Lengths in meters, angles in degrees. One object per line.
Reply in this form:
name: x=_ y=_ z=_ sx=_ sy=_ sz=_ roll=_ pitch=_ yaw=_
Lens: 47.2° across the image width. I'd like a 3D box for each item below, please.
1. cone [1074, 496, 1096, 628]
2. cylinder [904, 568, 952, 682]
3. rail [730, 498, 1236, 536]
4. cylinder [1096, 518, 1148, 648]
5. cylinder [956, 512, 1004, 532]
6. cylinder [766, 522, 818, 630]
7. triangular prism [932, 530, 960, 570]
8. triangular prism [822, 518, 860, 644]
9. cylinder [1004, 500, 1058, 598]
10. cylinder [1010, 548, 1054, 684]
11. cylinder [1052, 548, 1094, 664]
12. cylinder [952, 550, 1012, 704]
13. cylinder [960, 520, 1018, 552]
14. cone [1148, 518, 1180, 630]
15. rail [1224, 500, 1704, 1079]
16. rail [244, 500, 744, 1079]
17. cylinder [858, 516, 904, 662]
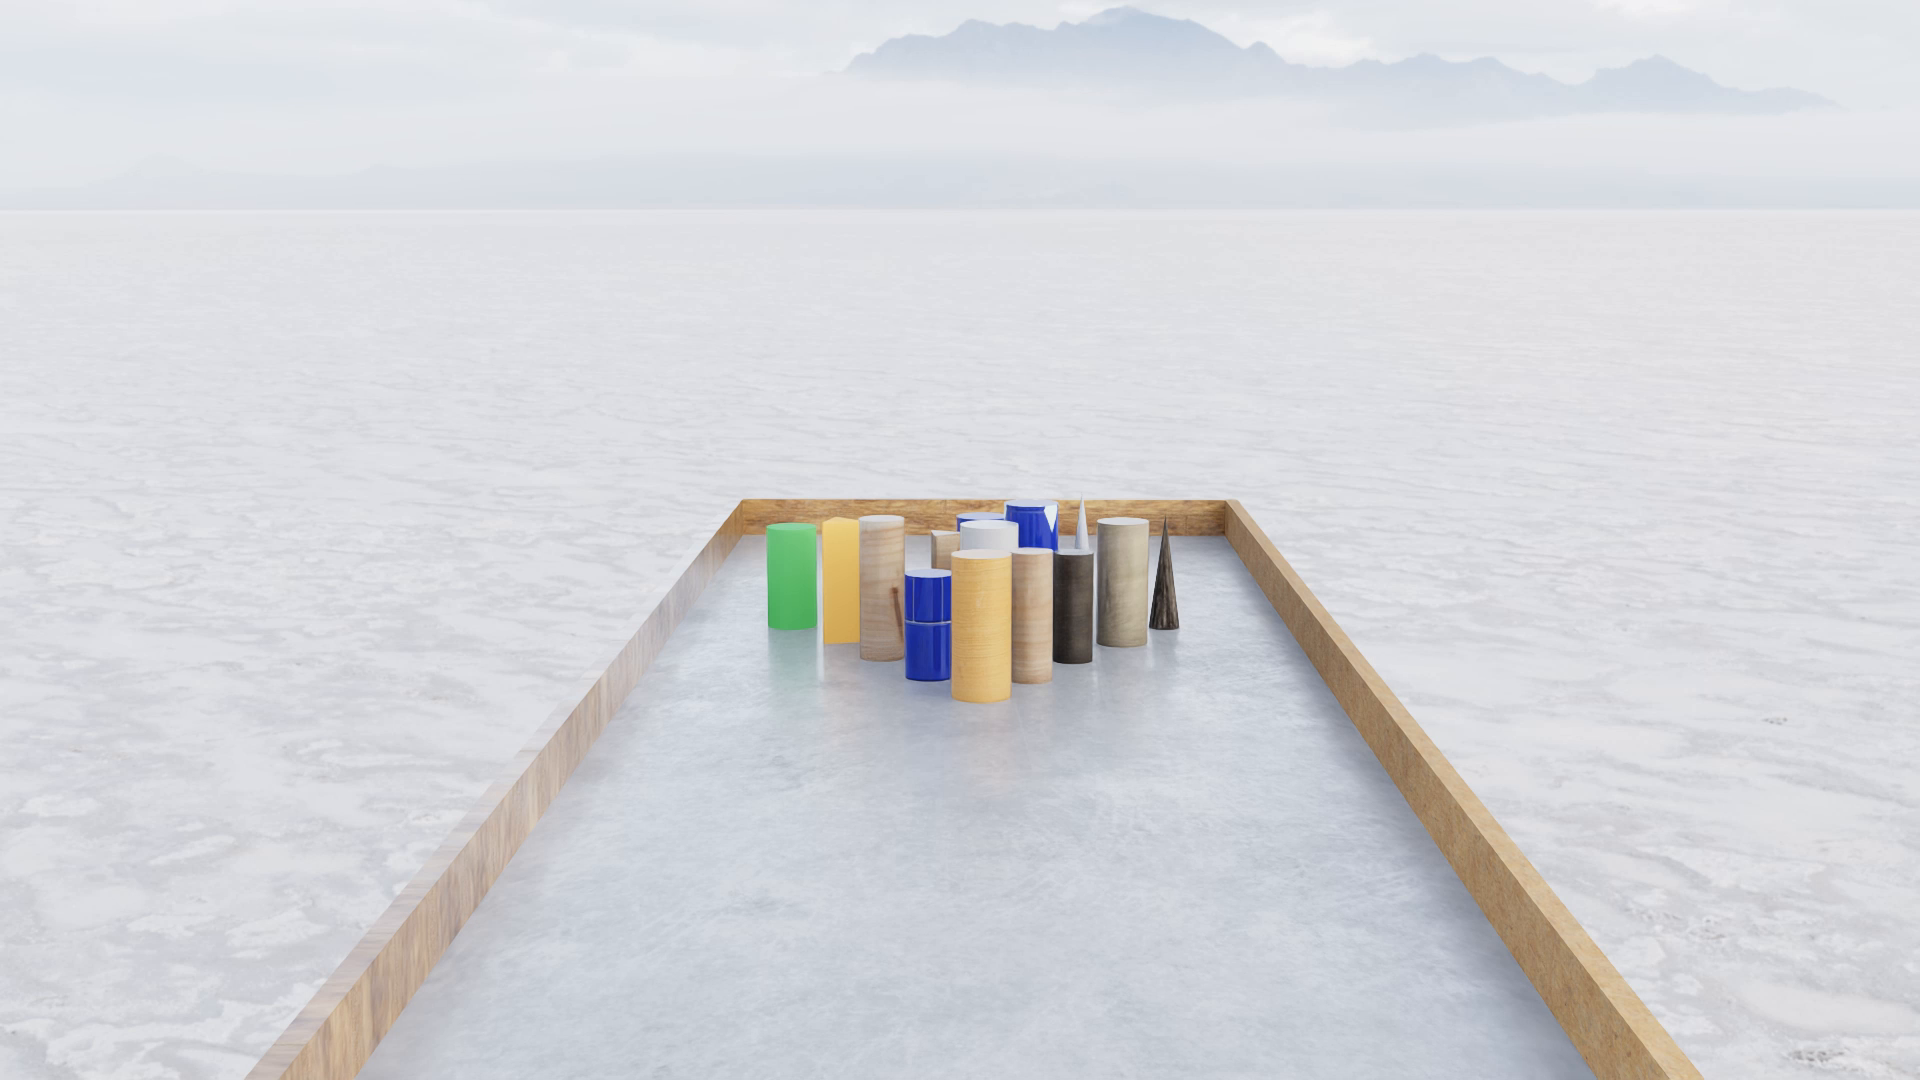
cone: x=0.398 y=0.058 z=7.194 sx=0.113 sy=0.453 sz=0.113 roll=0 pitch=9 yaw=0
cylinder: x=-0.088 y=0.249 z=6.449 sx=0.148 sy=0.309 sz=0.148 roll=0 pitch=9 yaw=0
rail: x=0.099 y=-0.098 z=9.147 sx=2.100 sy=0.150 sz=0.050 roll=0 pitch=9 yaw=1
cylinder: x=0.512 y=0.133 z=6.933 sx=0.163 sy=0.388 sz=0.163 roll=0 pitch=9 yaw=0
cylinder: x=0.072 y=0.102 z=7.203 sx=0.168 sy=0.365 sz=0.168 roll=0 pitch=9 yaw=0
cylinder: x=-0.551 y=0.118 z=7.218 sx=0.164 sy=0.328 sz=0.164 roll=0 pitch=9 yaw=0
triangular prism: x=-0.060 y=0.148 z=6.956 sx=0.112 sy=0.350 sz=0.097 roll=-7 pitch=11 yaw=-36
triangular prism: x=-0.380 y=0.126 z=6.984 sx=0.132 sy=0.386 sz=0.114 roll=-2 pitch=9 yaw=-14
cylinder: x=0.223 y=0.105 z=6.917 sx=0.172 sy=0.448 sz=0.172 roll=0 pitch=9 yaw=0
cylinder: x=0.206 y=0.220 z=6.404 sx=0.128 sy=0.382 sz=0.128 roll=0 pitch=9 yaw=0
cylinder: x=0.343 y=0.201 z=6.675 sx=0.122 sy=0.333 sz=0.122 roll=0 pitch=9 yaw=0
cylinder: x=0.060 y=0.241 z=6.188 sx=0.170 sy=0.408 sz=0.170 roll=0 pitch=9 yaw=0
cylinder: x=0.089 y=0.157 z=6.692 sx=0.177 sy=0.415 sz=0.177 roll=0 pitch=9 yaw=0
cone: x=0.669 y=0.099 z=7.179 sx=0.102 sy=0.378 sz=0.102 roll=0 pitch=9 yaw=0
rail: x=1.046 y=0.843 z=3.208 sx=0.050 sy=0.150 sz=12.000 roll=0 pitch=9 yaw=1
rail: x=-1.004 y=0.839 z=3.234 sx=0.050 sy=0.150 sz=12.000 roll=0 pitch=9 yaw=1
cylinder: x=-0.238 y=0.147 z=6.708 sx=0.140 sy=0.430 sz=0.140 roll=0 pitch=9 yaw=0
